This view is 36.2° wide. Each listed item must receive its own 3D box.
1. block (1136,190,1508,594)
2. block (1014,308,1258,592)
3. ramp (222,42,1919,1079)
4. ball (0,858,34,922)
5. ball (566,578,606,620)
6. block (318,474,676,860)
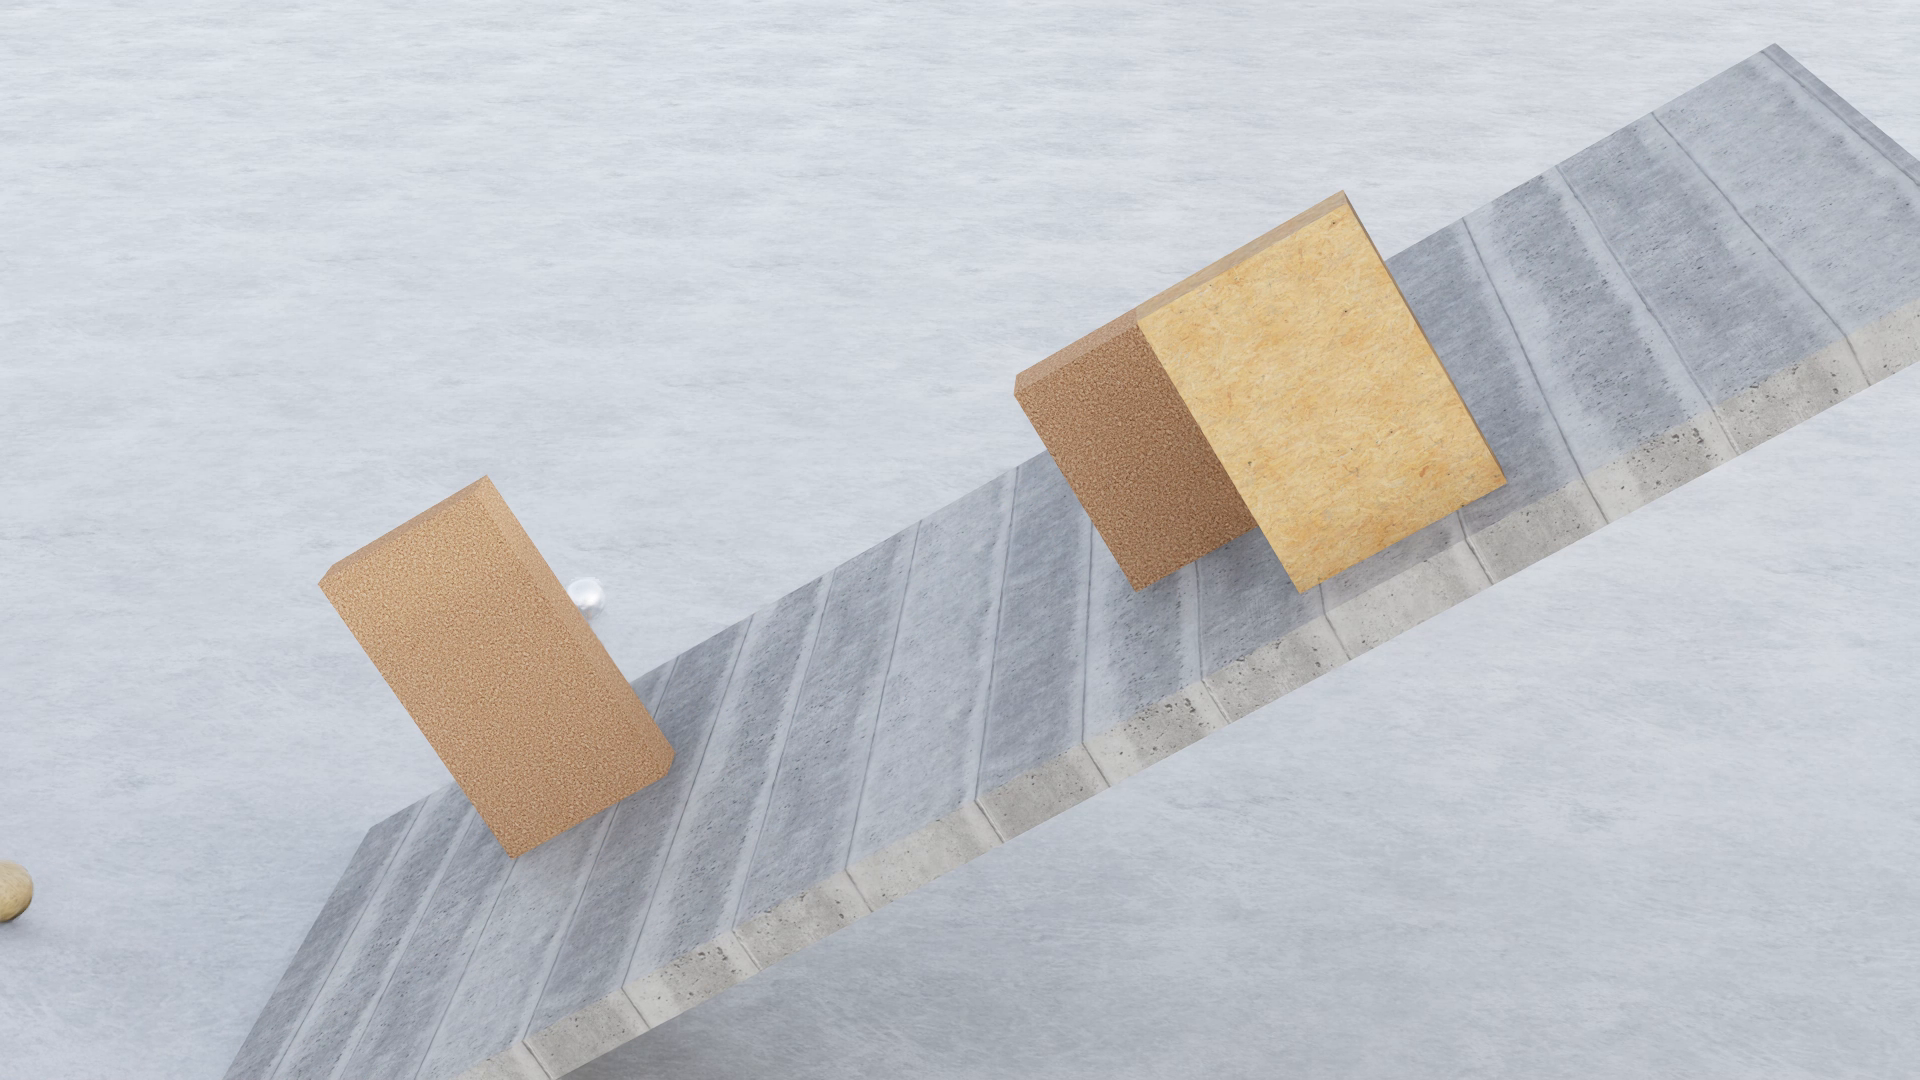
[{"bbox_3d":[0.647,-0.262,5.273,0.422,0.590,0.111,-29,15,12],"label":"block"},{"bbox_3d":[0.351,-0.179,5.841,0.280,0.476,0.141,-29,15,12],"label":"block"},{"bbox_3d":[0.142,0.168,6.287,4.000,0.100,2.000,-29,15,12],"label":"ramp"},{"bbox_3d":[-2.386,0.872,7.315,0.157,0.157,0.157,0,19,0],"label":"ball"},{"bbox_3d":[-1.189,0.188,9.326,0.131,0.131,0.131,0,19,0],"label":"ball"},{"bbox_3d":[-1.030,0.290,6.577,0.423,0.768,0.126,-29,15,12],"label":"block"}]
